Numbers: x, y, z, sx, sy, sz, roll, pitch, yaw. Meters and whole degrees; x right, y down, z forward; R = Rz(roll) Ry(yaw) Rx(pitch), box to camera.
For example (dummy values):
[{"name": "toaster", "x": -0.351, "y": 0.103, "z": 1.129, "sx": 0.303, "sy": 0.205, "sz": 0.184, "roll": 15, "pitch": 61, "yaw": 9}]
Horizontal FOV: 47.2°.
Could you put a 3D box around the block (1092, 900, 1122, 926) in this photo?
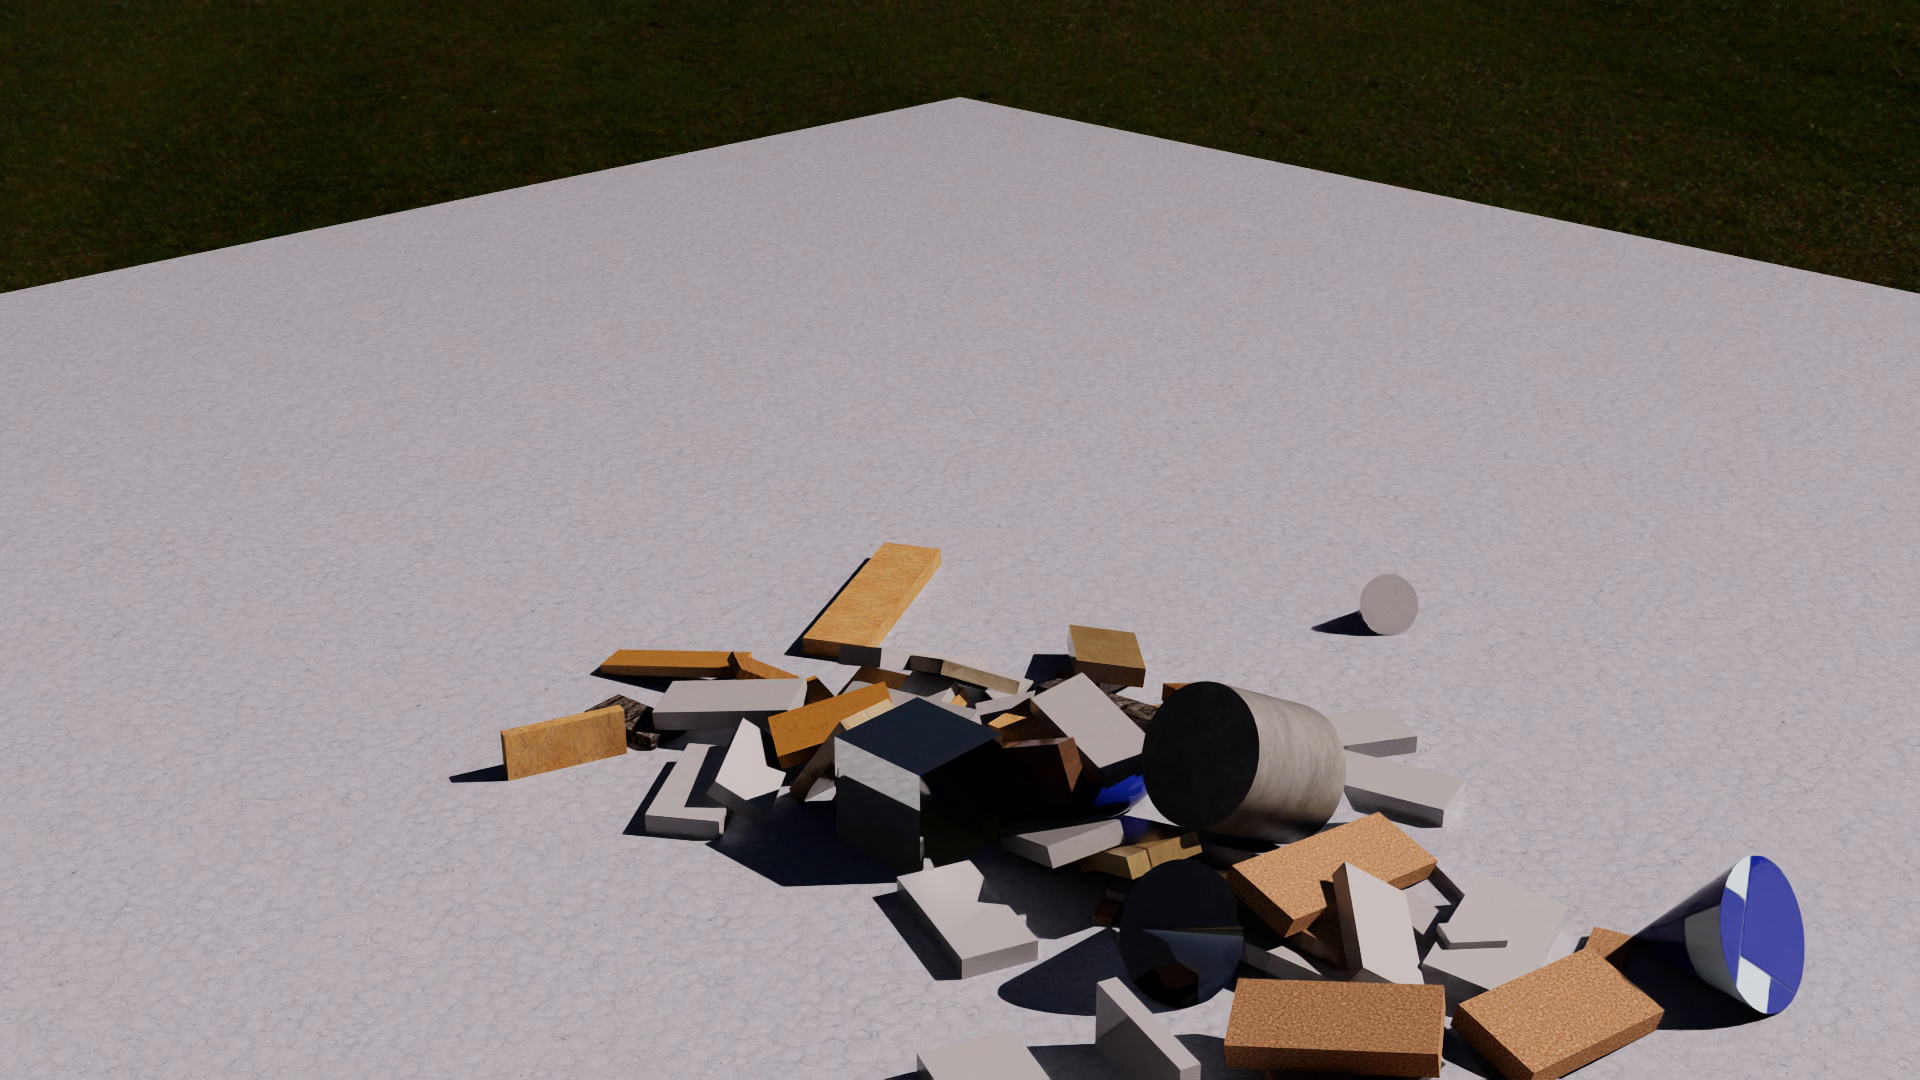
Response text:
[{"name": "block", "x": 0.310, "y": 0.701, "z": 4.088, "sx": 0.117, "sy": 0.017, "sz": 0.059, "roll": 8, "pitch": 24, "yaw": 19}]

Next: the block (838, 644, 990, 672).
[{"name": "block", "x": -0.101, "y": 0.267, "z": 4.844, "sx": 0.303, "sy": 0.043, "sz": 0.152, "roll": 8, "pitch": -5, "yaw": -39}]

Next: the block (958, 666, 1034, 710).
[{"name": "block", "x": 0.025, "y": 0.362, "z": 4.857, "sx": 0.140, "sy": 0.040, "sz": 0.281, "roll": 16, "pitch": 28, "yaw": 32}]

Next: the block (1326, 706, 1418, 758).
[{"name": "block", "x": 0.819, "y": 0.423, "z": 4.713, "sx": 0.281, "sy": 0.040, "sz": 0.140, "roll": -6, "pitch": 24, "yaw": -14}]

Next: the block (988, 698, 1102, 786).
[{"name": "block", "x": 0.212, "y": 0.405, "z": 4.438, "sx": 0.284, "sy": 0.040, "sz": 0.142, "roll": 18, "pitch": 30, "yaw": 33}]

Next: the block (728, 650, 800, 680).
[{"name": "block", "x": -0.428, "y": 0.305, "z": 4.894, "sx": 0.175, "sy": 0.025, "sz": 0.088, "roll": 24, "pitch": 14, "yaw": -28}]

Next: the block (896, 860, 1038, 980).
[{"name": "block", "x": 0.011, "y": 0.698, "z": 4.062, "sx": 0.151, "sy": 0.043, "sz": 0.301, "roll": -10, "pitch": 25, "yaw": -22}]

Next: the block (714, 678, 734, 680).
[{"name": "block", "x": -0.511, "y": 0.340, "z": 4.889, "sx": 0.065, "sy": 0.018, "sz": 0.131, "roll": -16, "pitch": 28, "yaw": -34}]

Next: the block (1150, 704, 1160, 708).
[{"name": "block", "x": 0.462, "y": 0.412, "z": 4.740, "sx": 0.274, "sy": 0.039, "sz": 0.137, "roll": 7, "pitch": 24, "yaw": 16}]

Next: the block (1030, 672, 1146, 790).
[{"name": "block", "x": 0.266, "y": 0.375, "z": 4.356, "sx": 0.129, "sy": 0.036, "sz": 0.257, "roll": -25, "pitch": 46, "yaw": -24}]

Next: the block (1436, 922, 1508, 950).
[{"name": "block", "x": 0.912, "y": 0.704, "z": 3.917, "sx": 0.112, "sy": 0.016, "sz": 0.056, "roll": 0, "pitch": 27, "yaw": -14}]

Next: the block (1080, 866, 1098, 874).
[{"name": "block", "x": 0.311, "y": 0.608, "z": 4.220, "sx": 0.148, "sy": 0.021, "sz": 0.074, "roll": -13, "pitch": 6, "yaw": 26}]

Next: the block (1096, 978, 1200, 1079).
[{"name": "block", "x": 0.305, "y": 0.844, "z": 3.600, "sx": 0.038, "sy": 0.133, "sz": 0.266, "roll": -11, "pitch": 25, "yaw": -24}]

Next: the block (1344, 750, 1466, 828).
[{"name": "block", "x": 0.877, "y": 0.506, "z": 4.517, "sx": 0.284, "sy": 0.040, "sz": 0.142, "roll": 12, "pitch": 26, "yaw": 27}]

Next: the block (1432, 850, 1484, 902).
[{"name": "block", "x": 0.963, "y": 0.646, "z": 4.212, "sx": 0.075, "sy": 0.021, "sz": 0.149, "roll": -7, "pitch": 24, "yaw": -16}]

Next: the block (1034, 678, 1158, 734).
[{"name": "block", "x": 0.318, "y": 0.353, "z": 4.502, "sx": 0.307, "sy": 0.043, "sz": 0.153, "roll": 16, "pitch": 8, "yaw": 19}]

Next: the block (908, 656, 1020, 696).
[{"name": "block", "x": 0.010, "y": 0.293, "z": 4.762, "sx": 0.222, "sy": 0.031, "sz": 0.111, "roll": 19, "pitch": -9, "yaw": -38}]

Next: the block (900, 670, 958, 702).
[{"name": "block", "x": -0.101, "y": 0.371, "z": 4.673, "sx": 0.109, "sy": 0.031, "sz": 0.218, "roll": 9, "pitch": 44, "yaw": 28}]

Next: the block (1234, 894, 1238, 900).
[{"name": "block", "x": 0.437, "y": 0.658, "z": 4.048, "sx": 0.148, "sy": 0.021, "sz": 0.074, "roll": 6, "pitch": 5, "yaw": 8}]

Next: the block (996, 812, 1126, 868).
[{"name": "block", "x": 0.190, "y": 0.564, "z": 4.203, "sx": 0.151, "sy": 0.043, "sz": 0.301, "roll": -17, "pitch": 4, "yaw": -16}]

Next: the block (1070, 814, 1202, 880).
[{"name": "block", "x": 0.316, "y": 0.578, "z": 4.159, "sx": 0.151, "sy": 0.043, "sz": 0.302, "roll": -18, "pitch": 5, "yaw": -22}]

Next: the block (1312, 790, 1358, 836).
[{"name": "block", "x": 0.640, "y": 0.552, "z": 4.408, "sx": 0.284, "sy": 0.040, "sz": 0.142, "roll": -2, "pitch": 23, "yaw": -4}]

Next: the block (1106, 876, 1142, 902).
[{"name": "block", "x": 0.327, "y": 0.647, "z": 4.161, "sx": 0.059, "sy": 0.017, "sz": 0.117, "roll": 10, "pitch": 26, "yaw": 26}]

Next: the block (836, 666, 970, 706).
[{"name": "block", "x": -0.135, "y": 0.356, "z": 4.779, "sx": 0.281, "sy": 0.040, "sz": 0.140, "roll": 10, "pitch": 44, "yaw": 35}]

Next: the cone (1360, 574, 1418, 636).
[{"name": "cone", "x": 1.007, "y": 0.159, "z": 5.301, "sx": 0.147, "sy": 0.147, "sz": 0.147, "roll": -4, "pitch": -3, "yaw": -10}]

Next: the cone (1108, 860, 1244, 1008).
[{"name": "cone", "x": 0.332, "y": 0.701, "z": 3.961, "sx": 0.256, "sy": 0.256, "sz": 0.256, "roll": -13, "pitch": -1, "yaw": -27}]

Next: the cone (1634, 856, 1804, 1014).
[{"name": "cone", "x": 1.312, "y": 0.709, "z": 3.932, "sx": 0.272, "sy": 0.272, "sz": 0.272, "roll": -22, "pitch": 5, "yaw": -42}]

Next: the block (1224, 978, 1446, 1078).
[{"name": "block", "x": 0.618, "y": 0.800, "z": 3.615, "sx": 0.342, "sy": 0.048, "sz": 0.171, "roll": -2, "pitch": 28, "yaw": 17}]

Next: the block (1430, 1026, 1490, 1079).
[{"name": "block", "x": 0.778, "y": 0.869, "z": 3.668, "sx": 0.125, "sy": 0.035, "sz": 0.250, "roll": -7, "pitch": 24, "yaw": -15}]

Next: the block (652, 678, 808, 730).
[{"name": "block", "x": -0.495, "y": 0.355, "z": 4.751, "sx": 0.304, "sy": 0.043, "sz": 0.152, "roll": -2, "pitch": 22, "yaw": 12}]

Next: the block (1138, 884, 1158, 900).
[{"name": "block", "x": 0.366, "y": 0.640, "z": 4.225, "sx": 0.074, "sy": 0.021, "sz": 0.148, "roll": -1, "pitch": 23, "yaw": -2}]

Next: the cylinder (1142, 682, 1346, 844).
[{"name": "cylinder", "x": 0.541, "y": 0.427, "z": 4.190, "sx": 0.277, "sy": 0.277, "sz": 0.277, "roll": 16, "pitch": 7, "yaw": -44}]

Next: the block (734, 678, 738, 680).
[{"name": "block", "x": -0.447, "y": 0.330, "z": 4.910, "sx": 0.065, "sy": 0.018, "sz": 0.130, "roll": 23, "pitch": 2, "yaw": -39}]

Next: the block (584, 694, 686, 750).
[{"name": "block", "x": -0.708, "y": 0.396, "z": 4.790, "sx": 0.207, "sy": 0.029, "sz": 0.104, "roll": 17, "pitch": 28, "yaw": 35}]
